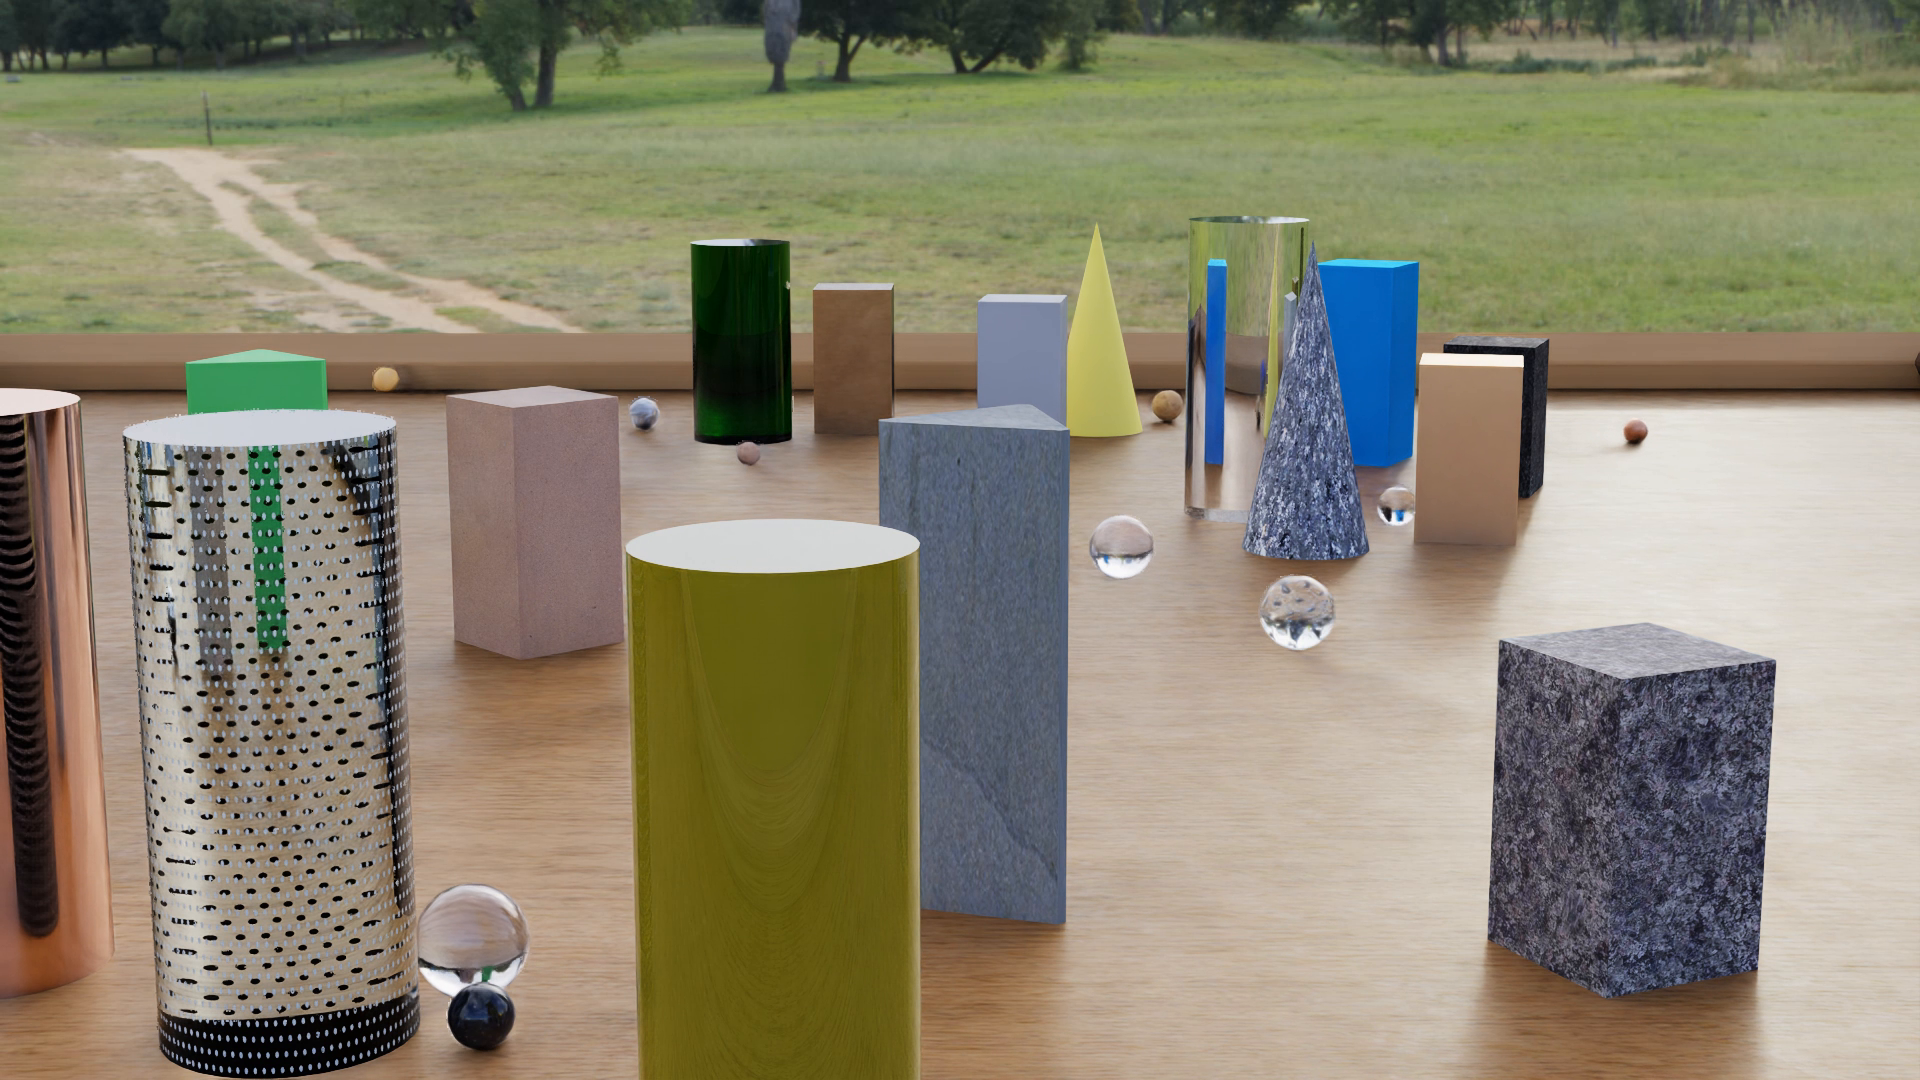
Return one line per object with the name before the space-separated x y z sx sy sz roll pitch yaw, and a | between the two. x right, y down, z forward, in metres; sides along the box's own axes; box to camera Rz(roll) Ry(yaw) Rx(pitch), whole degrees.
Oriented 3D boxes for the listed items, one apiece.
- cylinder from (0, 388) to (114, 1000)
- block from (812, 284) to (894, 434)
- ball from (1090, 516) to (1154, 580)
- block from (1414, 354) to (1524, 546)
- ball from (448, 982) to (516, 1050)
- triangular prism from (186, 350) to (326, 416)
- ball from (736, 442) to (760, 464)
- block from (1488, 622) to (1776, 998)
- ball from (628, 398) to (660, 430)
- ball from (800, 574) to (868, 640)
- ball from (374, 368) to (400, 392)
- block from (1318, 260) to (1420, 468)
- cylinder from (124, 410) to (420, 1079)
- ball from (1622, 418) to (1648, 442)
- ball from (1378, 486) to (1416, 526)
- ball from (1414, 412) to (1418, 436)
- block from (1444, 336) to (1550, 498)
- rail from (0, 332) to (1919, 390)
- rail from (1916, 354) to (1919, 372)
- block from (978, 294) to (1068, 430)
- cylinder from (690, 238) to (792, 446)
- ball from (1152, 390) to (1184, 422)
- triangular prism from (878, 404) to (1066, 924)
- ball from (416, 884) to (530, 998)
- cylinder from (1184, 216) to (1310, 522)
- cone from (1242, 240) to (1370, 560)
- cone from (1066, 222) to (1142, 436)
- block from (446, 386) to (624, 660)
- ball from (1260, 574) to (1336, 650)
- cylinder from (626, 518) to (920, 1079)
cylinder | -0.796 0.119 2.066 0.193 0.462 0.193 0 11 0
block | -0.212 -0.367 5.164 0.155 0.286 0.155 0 11 1
ball | 0.231 0.010 3.667 0.091 0.091 0.091 0 11 0
block | 0.792 -0.143 3.991 0.155 0.275 0.155 2 11 12
ball | -0.358 0.356 1.920 0.050 0.050 0.050 0 11 0
triangular prism | -0.903 -0.062 3.331 0.167 0.357 0.145 -2 11 -12
ball | -0.389 -0.160 4.713 0.043 0.043 0.043 0 11 0
block | 0.547 0.216 2.102 0.155 0.259 0.155 -5 12 -25
ball | -0.637 -0.255 5.173 0.062 0.062 0.062 0 11 0
ball | -0.161 0.085 3.277 0.086 0.086 0.086 0 11 0
ball | -1.285 -0.359 5.746 0.057 0.057 0.057 0 11 0
block | 0.747 -0.331 4.758 0.155 0.364 0.155 5 12 27
cylinder | -0.510 0.146 1.916 0.193 0.464 0.193 0 11 0
ball | 1.312 -0.213 4.985 0.048 0.048 0.048 0 11 0
ball | 0.697 -0.054 4.089 0.063 0.063 0.063 0 11 0
ball | 0.837 -0.222 4.928 0.087 0.087 0.087 0 11 0
block | 0.923 -0.216 4.433 0.155 0.256 0.155 4 11 21
rail | -0.014 -0.401 5.781 4.416 0.125 0.045 0 11 0
rail | 2.184 0.030 3.461 0.045 0.125 4.792 0 11 0
block | 0.119 -0.313 4.861 0.155 0.290 0.155 1 11 7
cylinder | -0.427 -0.389 5.015 0.193 0.384 0.193 0 11 0
ball | 0.428 -0.277 5.289 0.064 0.064 0.064 0 11 0
triangular prism | 0.034 0.101 2.257 0.167 0.427 0.145 4 11 20
ball | -0.385 0.316 2.021 0.091 0.091 0.091 0 11 0
cylinder | 0.464 -0.280 4.169 0.193 0.478 0.193 0 11 0
cone | 0.526 -0.219 3.865 0.193 0.469 0.193 0 11 0
cone | 0.271 -0.427 5.127 0.193 0.417 0.193 0 11 0
block | -0.538 -0.026 3.251 0.155 0.314 0.155 -9 14 -41
ball | 0.425 0.091 3.226 0.094 0.094 0.094 0 11 0
cylinder | -0.123 0.207 1.725 0.193 0.414 0.193 0 11 0
